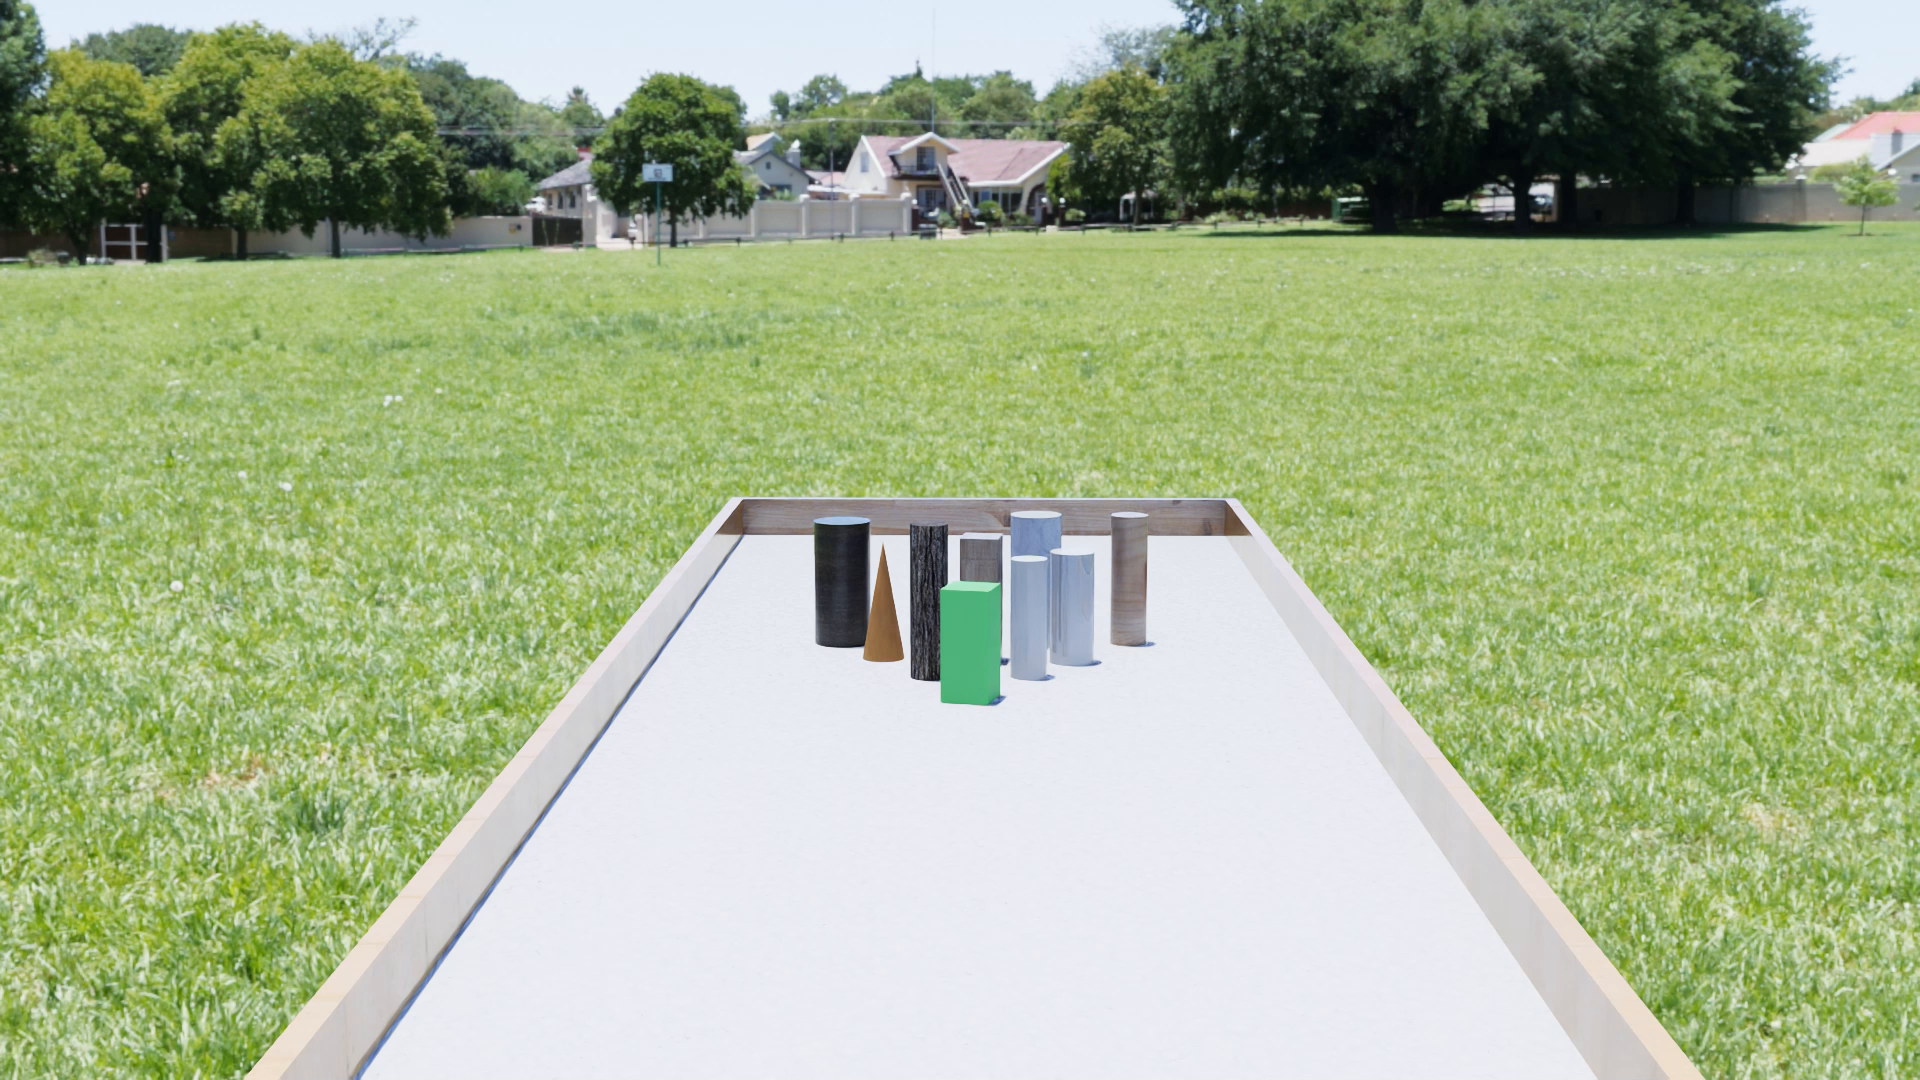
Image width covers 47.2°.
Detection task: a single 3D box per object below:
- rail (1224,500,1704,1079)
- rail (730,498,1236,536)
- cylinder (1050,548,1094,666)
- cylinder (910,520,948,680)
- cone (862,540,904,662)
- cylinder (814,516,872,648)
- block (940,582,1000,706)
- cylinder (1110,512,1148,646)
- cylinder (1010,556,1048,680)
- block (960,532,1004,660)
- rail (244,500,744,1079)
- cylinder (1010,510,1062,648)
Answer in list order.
[{"bbox_3d":[1.046,0.843,3.208,0.050,0.150,12.000,0,9,1],"label":"rail"},{"bbox_3d":[0.099,-0.098,9.147,2.100,0.150,0.050,0,9,1],"label":"rail"},{"bbox_3d":[0.339,0.202,6.654,0.135,0.338,0.135,0,9,0],"label":"cylinder"},{"bbox_3d":[-0.090,0.177,6.434,0.112,0.456,0.112,0,9,0],"label":"cylinder"},{"bbox_3d":[-0.234,0.181,6.702,0.129,0.365,0.129,0,9,0],"label":"cone"},{"bbox_3d":[-0.370,0.131,6.936,0.178,0.389,0.178,0,9,0],"label":"cylinder"},{"bbox_3d":[0.030,0.288,6.164,0.138,0.322,0.138,2,9,15],"label":"block"},{"bbox_3d":[0.532,0.123,6.925,0.116,0.409,0.116,0,9,0],"label":"cylinder"},{"bbox_3d":[0.202,0.228,6.447,0.108,0.352,0.108,0,9,0],"label":"cylinder"},{"bbox_3d":[0.065,0.177,6.664,0.115,0.384,0.115,1,9,9],"label":"block"},{"bbox_3d":[-1.004,0.839,3.234,0.050,0.150,12.000,0,9,1],"label":"rail"},{"bbox_3d":[0.238,0.124,6.910,0.160,0.413,0.160,0,9,0],"label":"cylinder"}]
